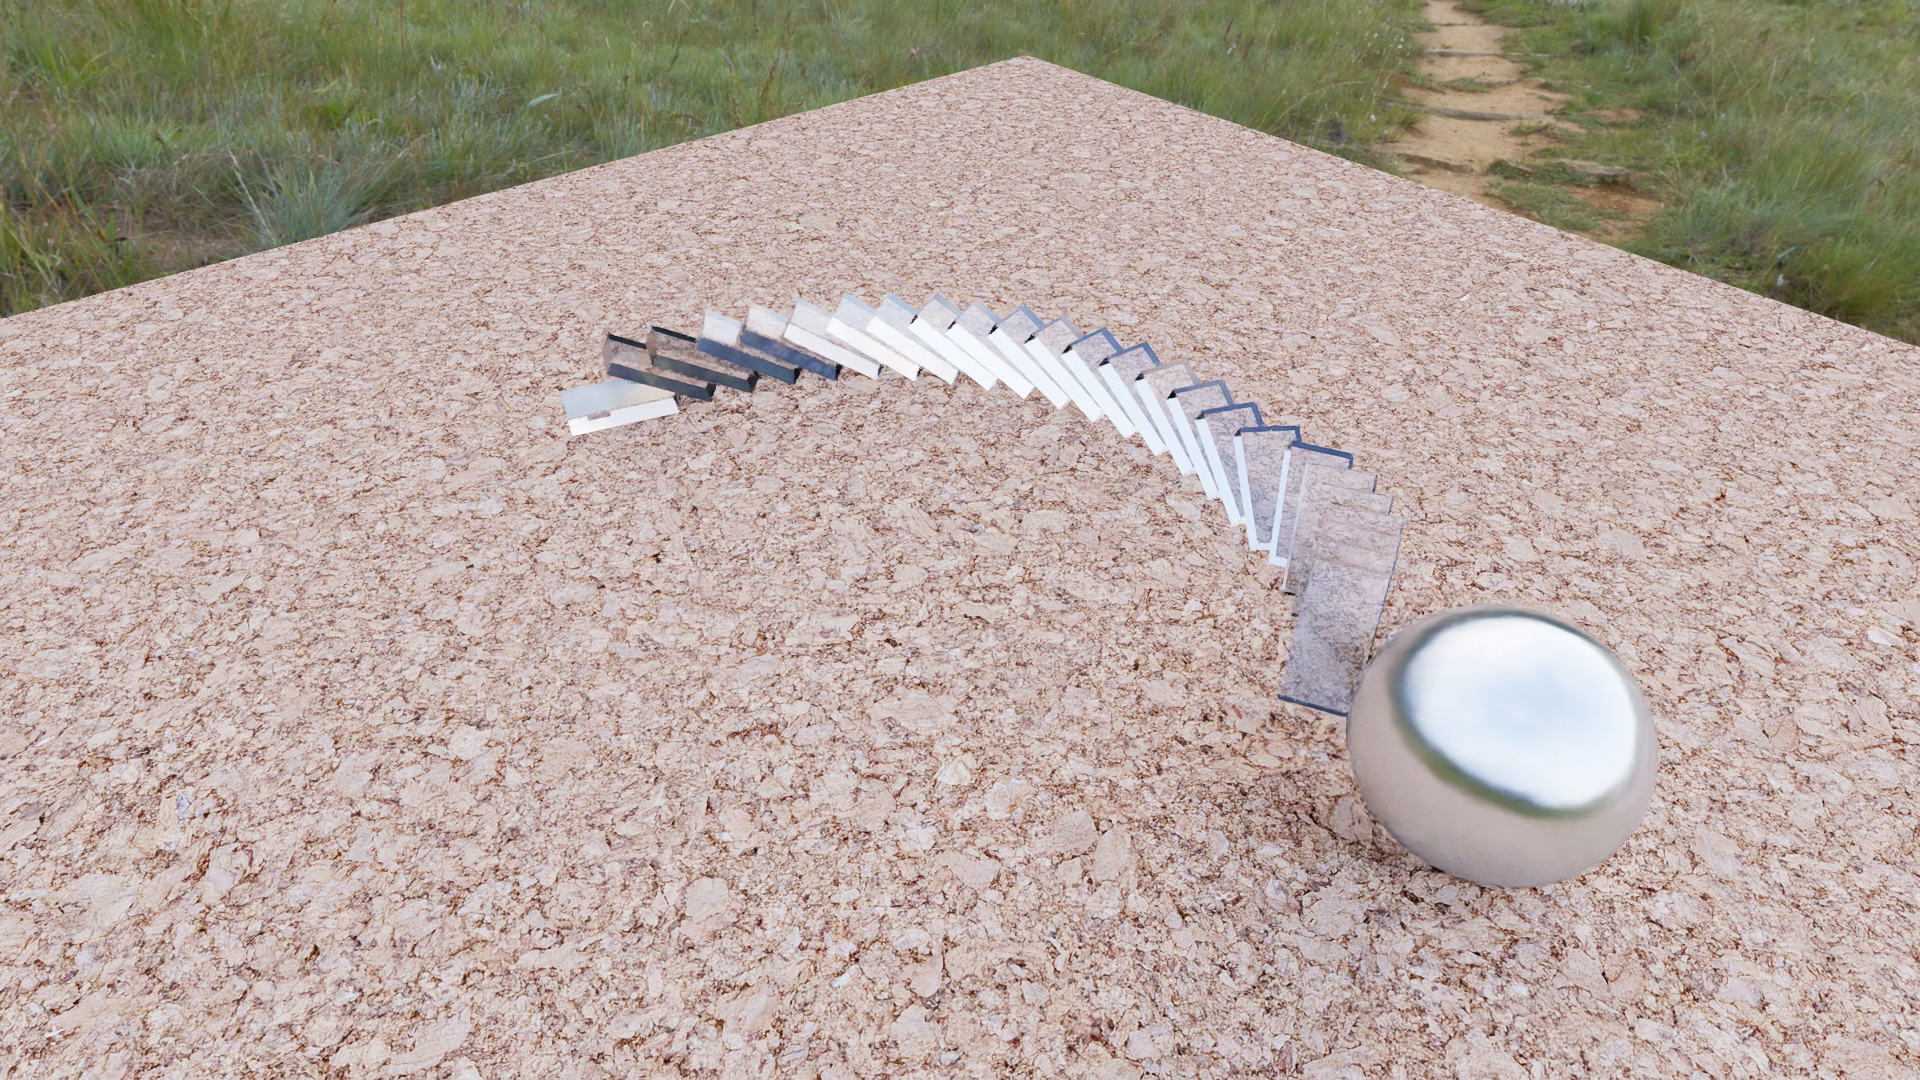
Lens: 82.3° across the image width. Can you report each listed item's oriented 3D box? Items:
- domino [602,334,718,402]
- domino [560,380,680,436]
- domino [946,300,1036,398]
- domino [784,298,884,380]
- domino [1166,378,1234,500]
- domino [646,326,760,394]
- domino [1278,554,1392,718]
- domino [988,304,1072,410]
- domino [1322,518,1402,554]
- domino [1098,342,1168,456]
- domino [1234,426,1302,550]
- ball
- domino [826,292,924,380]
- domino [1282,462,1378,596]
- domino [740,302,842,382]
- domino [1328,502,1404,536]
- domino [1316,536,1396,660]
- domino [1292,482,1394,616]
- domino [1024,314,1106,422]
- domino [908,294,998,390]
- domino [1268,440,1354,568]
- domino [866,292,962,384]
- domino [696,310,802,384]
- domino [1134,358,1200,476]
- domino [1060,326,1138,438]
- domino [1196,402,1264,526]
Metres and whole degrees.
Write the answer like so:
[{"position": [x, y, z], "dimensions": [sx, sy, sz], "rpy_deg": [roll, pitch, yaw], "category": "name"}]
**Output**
[{"position": [-0.143, -0.082, 0.525], "dimensions": [0.050, 0.010, 0.025], "rpy_deg": [13, 29, -31], "category": "domino"}, {"position": [-0.162, -0.066, 0.524], "dimensions": [0.050, 0.010, 0.025], "rpy_deg": [-16, 42, -18], "category": "domino"}, {"position": [0.020, -0.094, 0.539], "dimensions": [0.050, 0.010, 0.025], "rpy_deg": [39, 46, -1], "category": "domino"}, {"position": [-0.061, -0.100, 0.548], "dimensions": [0.050, 0.010, 0.025], "rpy_deg": [24, 37, -15], "category": "domino"}, {"position": [0.112, -0.044, 0.479], "dimensions": [0.025, 0.010, 0.050], "rpy_deg": [-14, 71, -16], "category": "domino"}, {"position": [-0.124, -0.087, 0.531], "dimensions": [0.050, 0.010, 0.025], "rpy_deg": [13, 29, -31], "category": "domino"}, {"position": [0.127, 0.033, 0.373], "dimensions": [0.025, 0.050, 0.010], "rpy_deg": [14, 11, 17], "category": "domino"}, {"position": [0.040, -0.089, 0.534], "dimensions": [0.050, 0.010, 0.025], "rpy_deg": [46, 52, 5], "category": "domino"}, {"position": [0.136, 0.020, 0.388], "dimensions": [0.025, 0.050, 0.009], "rpy_deg": [14, 11, 17], "category": "domino"}, {"position": [0.088, -0.065, 0.504], "dimensions": [0.025, 0.010, 0.050], "rpy_deg": [-24, 75, -26], "category": "domino"}, {"position": [0.129, -0.021, 0.449], "dimensions": [0.025, 0.009, 0.050], "rpy_deg": [-3, 72, -4], "category": "domino"}, {"position": [0.154, 0.058, 0.317], "dimensions": [0.080, 0.080, 0.080], "rpy_deg": [0, 39, 0], "category": "ball"}, {"position": [-0.040, -0.101, 0.549], "dimensions": [0.050, 0.009, 0.025], "rpy_deg": [29, 39, -12], "category": "domino"}, {"position": [0.139, -0.002, 0.416], "dimensions": [0.025, 0.050, 0.009], "rpy_deg": [10, 10, 10], "category": "domino"}, {"position": [-0.083, -0.098, 0.546], "dimensions": [0.050, 0.010, 0.025], "rpy_deg": [21, 35, -19], "category": "domino"}, {"position": [0.140, 0.014, 0.396], "dimensions": [0.025, 0.050, 0.009], "rpy_deg": [14, 11, 17], "category": "domino"}, {"position": [0.132, 0.026, 0.381], "dimensions": [0.025, 0.050, 0.009], "rpy_deg": [14, 11, 17], "category": "domino"}, {"position": [0.141, 0.006, 0.406], "dimensions": [0.025, 0.050, 0.010], "rpy_deg": [13, 11, 15], "category": "domino"}, {"position": [0.057, -0.082, 0.525], "dimensions": [0.025, 0.009, 0.050], "rpy_deg": [-35, 81, -35], "category": "domino"}, {"position": [0.001, -0.098, 0.545], "dimensions": [0.050, 0.010, 0.025], "rpy_deg": [38, 45, -2], "category": "domino"}, {"position": [0.140, -0.013, 0.437], "dimensions": [0.025, 0.009, 0.050], "rpy_deg": [13, 72, 2], "category": "domino"}, {"position": [-0.020, -0.100, 0.547], "dimensions": [0.050, 0.010, 0.025], "rpy_deg": [32, 41, -9], "category": "domino"}, {"position": [-0.103, -0.095, 0.542], "dimensions": [0.050, 0.009, 0.025], "rpy_deg": [18, 34, -22], "category": "domino"}, {"position": [0.101, -0.055, 0.492], "dimensions": [0.025, 0.010, 0.050], "rpy_deg": [-18, 73, -21], "category": "domino"}, {"position": [0.073, -0.074, 0.515], "dimensions": [0.025, 0.010, 0.050], "rpy_deg": [-30, 78, -31], "category": "domino"}, {"position": [0.120, -0.033, 0.464], "dimensions": [0.025, 0.009, 0.050], "rpy_deg": [-10, 71, -12], "category": "domino"}]
